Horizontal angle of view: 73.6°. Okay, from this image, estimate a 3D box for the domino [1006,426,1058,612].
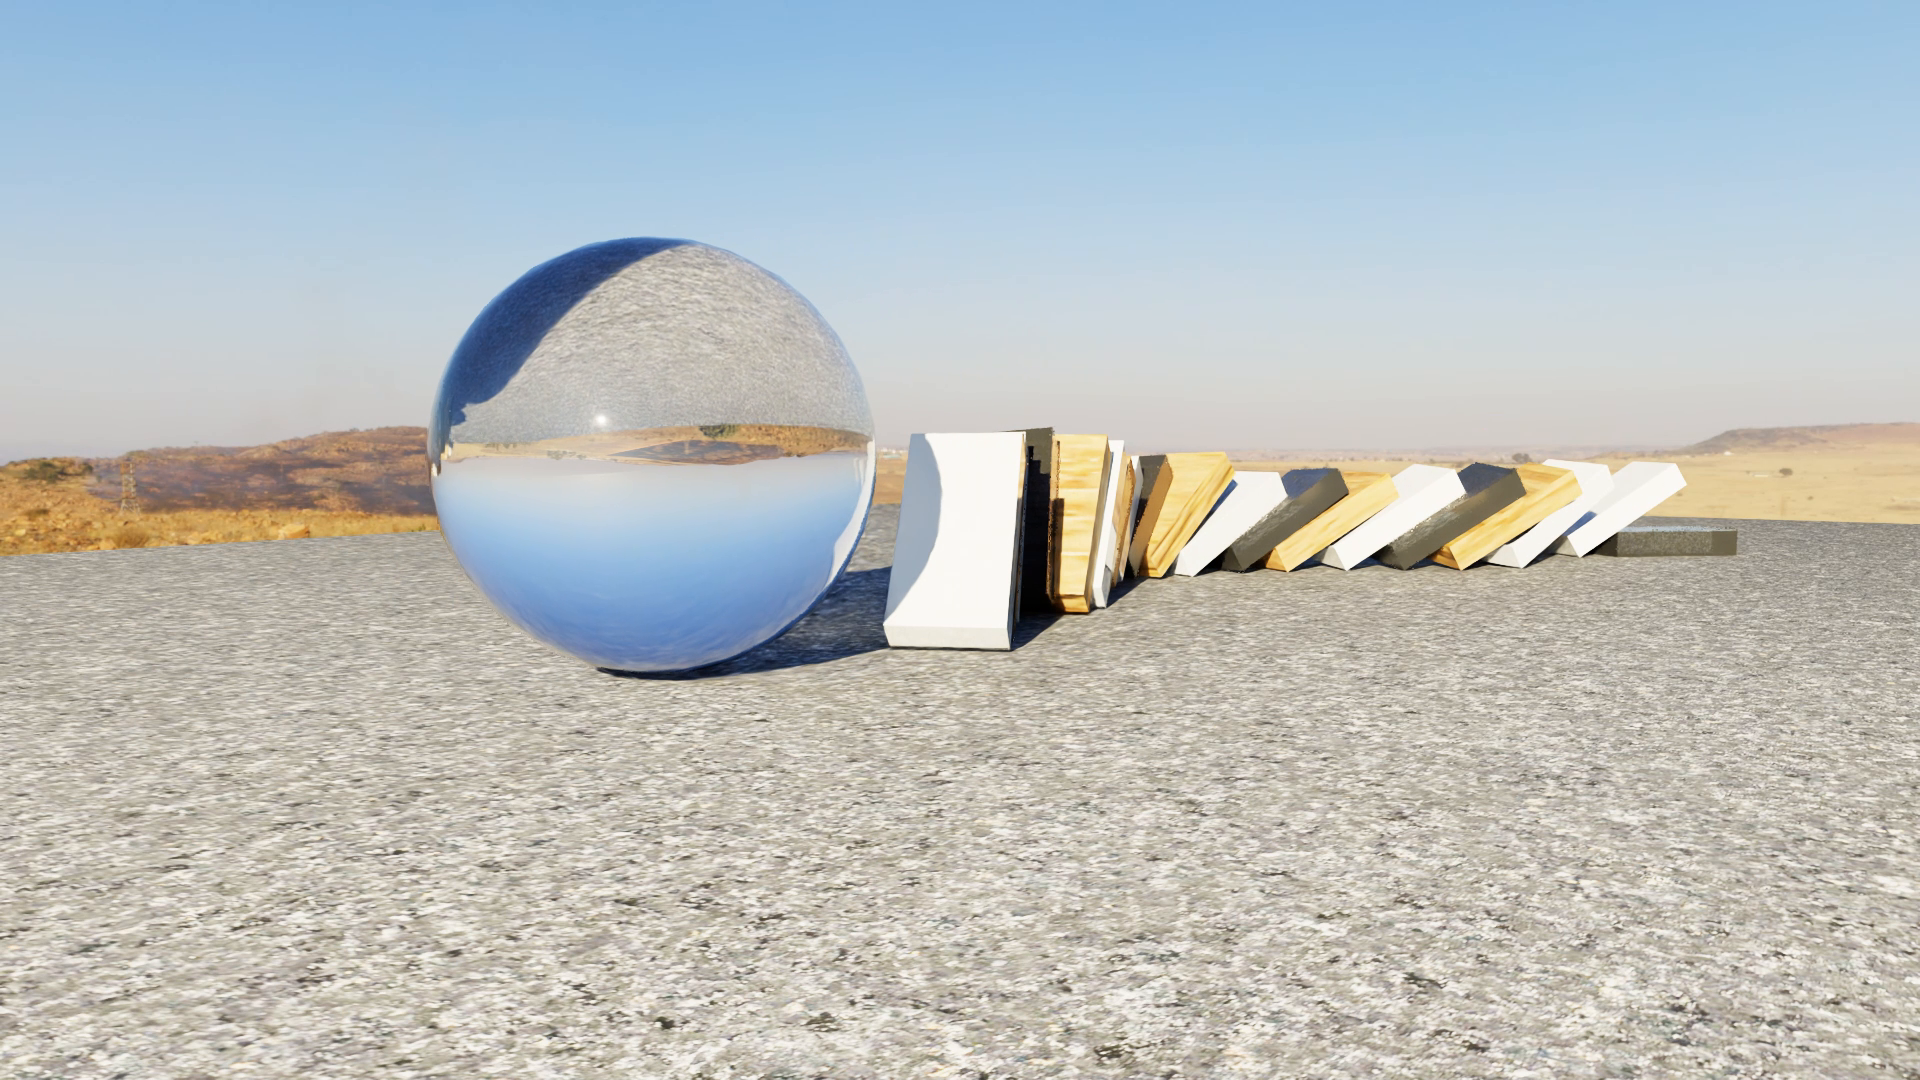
[{"bbox_3d":[0.011,-0.005,0.325,0.025,0.050,0.009,-4,-36,13],"label":"domino"}]

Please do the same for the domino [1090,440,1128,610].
[{"bbox_3d":[0.029,-0.005,0.345,0.025,0.050,0.009,1,-38,16],"label":"domino"}]

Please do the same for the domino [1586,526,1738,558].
[{"bbox_3d":[0.270,0.001,0.498,0.050,0.010,0.025,-1,4,-9],"label":"domino"}]

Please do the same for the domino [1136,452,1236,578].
[{"bbox_3d":[0.067,-0.009,0.422,0.025,0.009,0.050,2,44,49],"label":"domino"}]

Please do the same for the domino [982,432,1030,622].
[{"bbox_3d":[0.003,-0.004,0.313,0.025,0.050,0.009,-1,-35,9],"label":"domino"}]

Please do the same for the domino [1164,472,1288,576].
[{"bbox_3d":[0.083,-0.006,0.430,0.050,0.009,0.025,-36,22,-26],"label":"domino"}]

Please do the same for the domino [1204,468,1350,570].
[{"bbox_3d":[0.105,-0.008,0.438,0.050,0.009,0.025,-34,14,-18],"label":"domino"}]

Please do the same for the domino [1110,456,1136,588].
[{"bbox_3d":[0.036,-0.005,0.382,0.025,0.010,0.050,-4,39,19],"label":"domino"}]

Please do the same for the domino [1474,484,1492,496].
[{"bbox_3d":[0.213,-0.008,0.502,0.025,0.010,0.050,2,25,29],"label":"domino"}]

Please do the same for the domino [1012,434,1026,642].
[{"bbox_3d":[0.001,-0.001,0.288,0.025,0.050,0.010,1,-35,8],"label":"domino"}]

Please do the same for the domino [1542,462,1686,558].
[{"bbox_3d":[0.249,-0.012,0.494,0.050,0.009,0.025,-33,8,-3],"label":"domino"}]

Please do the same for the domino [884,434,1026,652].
[{"bbox_3d":[0.000,-0.001,0.275,0.025,0.050,0.009,1,-35,8],"label":"domino"}]

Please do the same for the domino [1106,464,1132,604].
[{"bbox_3d":[0.032,-0.003,0.362,0.025,0.010,0.050,1,40,16],"label":"domino"}]

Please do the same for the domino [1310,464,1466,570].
[{"bbox_3d":[0.146,-0.008,0.445,0.050,0.009,0.025,-32,13,-6],"label":"domino"}]

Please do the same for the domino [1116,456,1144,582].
[{"bbox_3d":[0.041,-0.007,0.397,0.025,0.009,0.050,-3,39,20],"label":"domino"}]

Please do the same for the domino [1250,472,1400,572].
[{"bbox_3d":[0.123,-0.007,0.443,0.050,0.009,0.025,-31,13,-14],"label":"domino"}]

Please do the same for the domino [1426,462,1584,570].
[{"bbox_3d":[0.185,-0.009,0.444,0.050,0.009,0.025,-31,13,-3],"label":"domino"}]

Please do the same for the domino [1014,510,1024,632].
[{"bbox_3d":[0.002,-0.002,0.300,0.025,0.050,0.010,0,-35,8],"label":"domino"}]

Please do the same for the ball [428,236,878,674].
[{"bbox_3d":[-0.055,-0.015,0.238,0.080,0.080,0.080,0,4,0],"label":"ball"}]

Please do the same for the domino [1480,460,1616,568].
[{"bbox_3d":[0.204,-0.010,0.454,0.050,0.010,0.025,-36,21,-16],"label":"domino"}]

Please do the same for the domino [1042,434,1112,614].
[{"bbox_3d":[0.024,-0.005,0.333,0.025,0.050,0.010,1,-34,16],"label":"domino"}]

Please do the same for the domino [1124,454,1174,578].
[{"bbox_3d":[0.050,-0.008,0.412,0.025,0.009,0.050,-2,40,28],"label":"domino"}]

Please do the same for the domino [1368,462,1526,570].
[{"bbox_3d":[0.166,-0.009,0.444,0.050,0.009,0.025,-31,13,-3],"label":"domino"}]

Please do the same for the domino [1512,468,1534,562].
[{"bbox_3d":[0.204,-0.010,0.482,0.025,0.009,0.050,2,35,29],"label":"domino"}]
